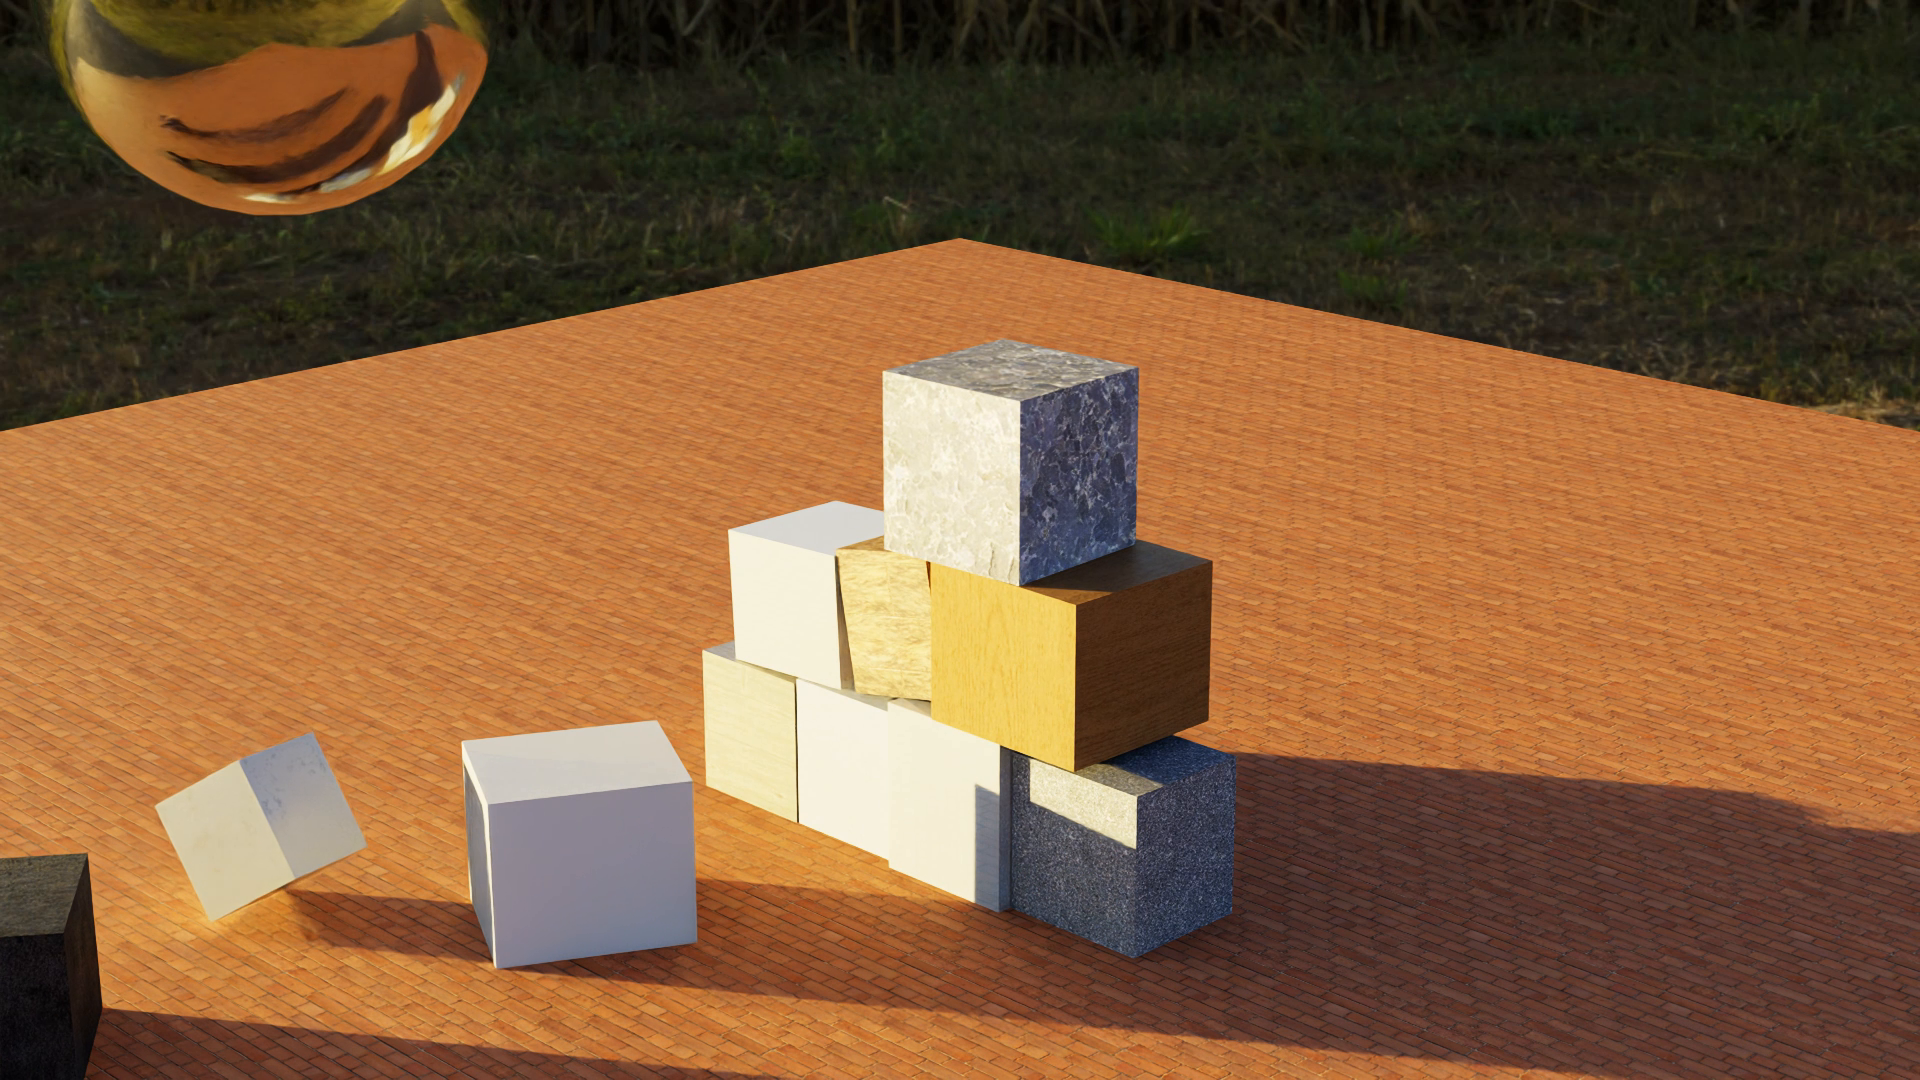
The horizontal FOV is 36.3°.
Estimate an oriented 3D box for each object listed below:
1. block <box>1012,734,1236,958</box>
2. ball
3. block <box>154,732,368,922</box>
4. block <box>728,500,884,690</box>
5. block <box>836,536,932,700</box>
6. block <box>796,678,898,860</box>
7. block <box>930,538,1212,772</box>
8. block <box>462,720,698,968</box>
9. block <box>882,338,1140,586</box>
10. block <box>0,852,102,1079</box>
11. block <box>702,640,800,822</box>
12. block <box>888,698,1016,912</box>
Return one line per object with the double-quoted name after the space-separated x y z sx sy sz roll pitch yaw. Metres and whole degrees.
0.722 1.297 12.969 0.657 0.749 0.727 -17 24 -42 "block"
-2.402 -1.934 10.216 1.600 1.600 1.600 0 17 0 "ball"
-3.084 1.265 12.960 0.535 0.569 0.528 -27 -2 26 "block"
-0.583 0.251 14.038 0.689 0.645 0.756 -16 21 -42 "block"
-0.111 0.322 13.494 0.582 0.682 0.605 -16 13 -42 "block"
-0.267 0.996 13.952 0.749 0.734 0.671 -17 24 -42 "block"
0.490 0.446 12.963 0.871 0.750 0.877 -16 24 -42 "block"
-1.674 1.322 12.873 0.878 0.759 0.760 -5 18 -16 "block"
0.224 -0.359 12.917 0.787 0.813 0.800 15 23 40 "block"
-3.927 1.744 11.634 0.871 0.697 0.775 -3 18 -9 "block"
-0.748 0.864 14.413 0.761 0.709 0.666 -17 24 -42 "block"
0.205 1.113 13.446 0.798 0.813 0.707 -17 24 -42 "block"
